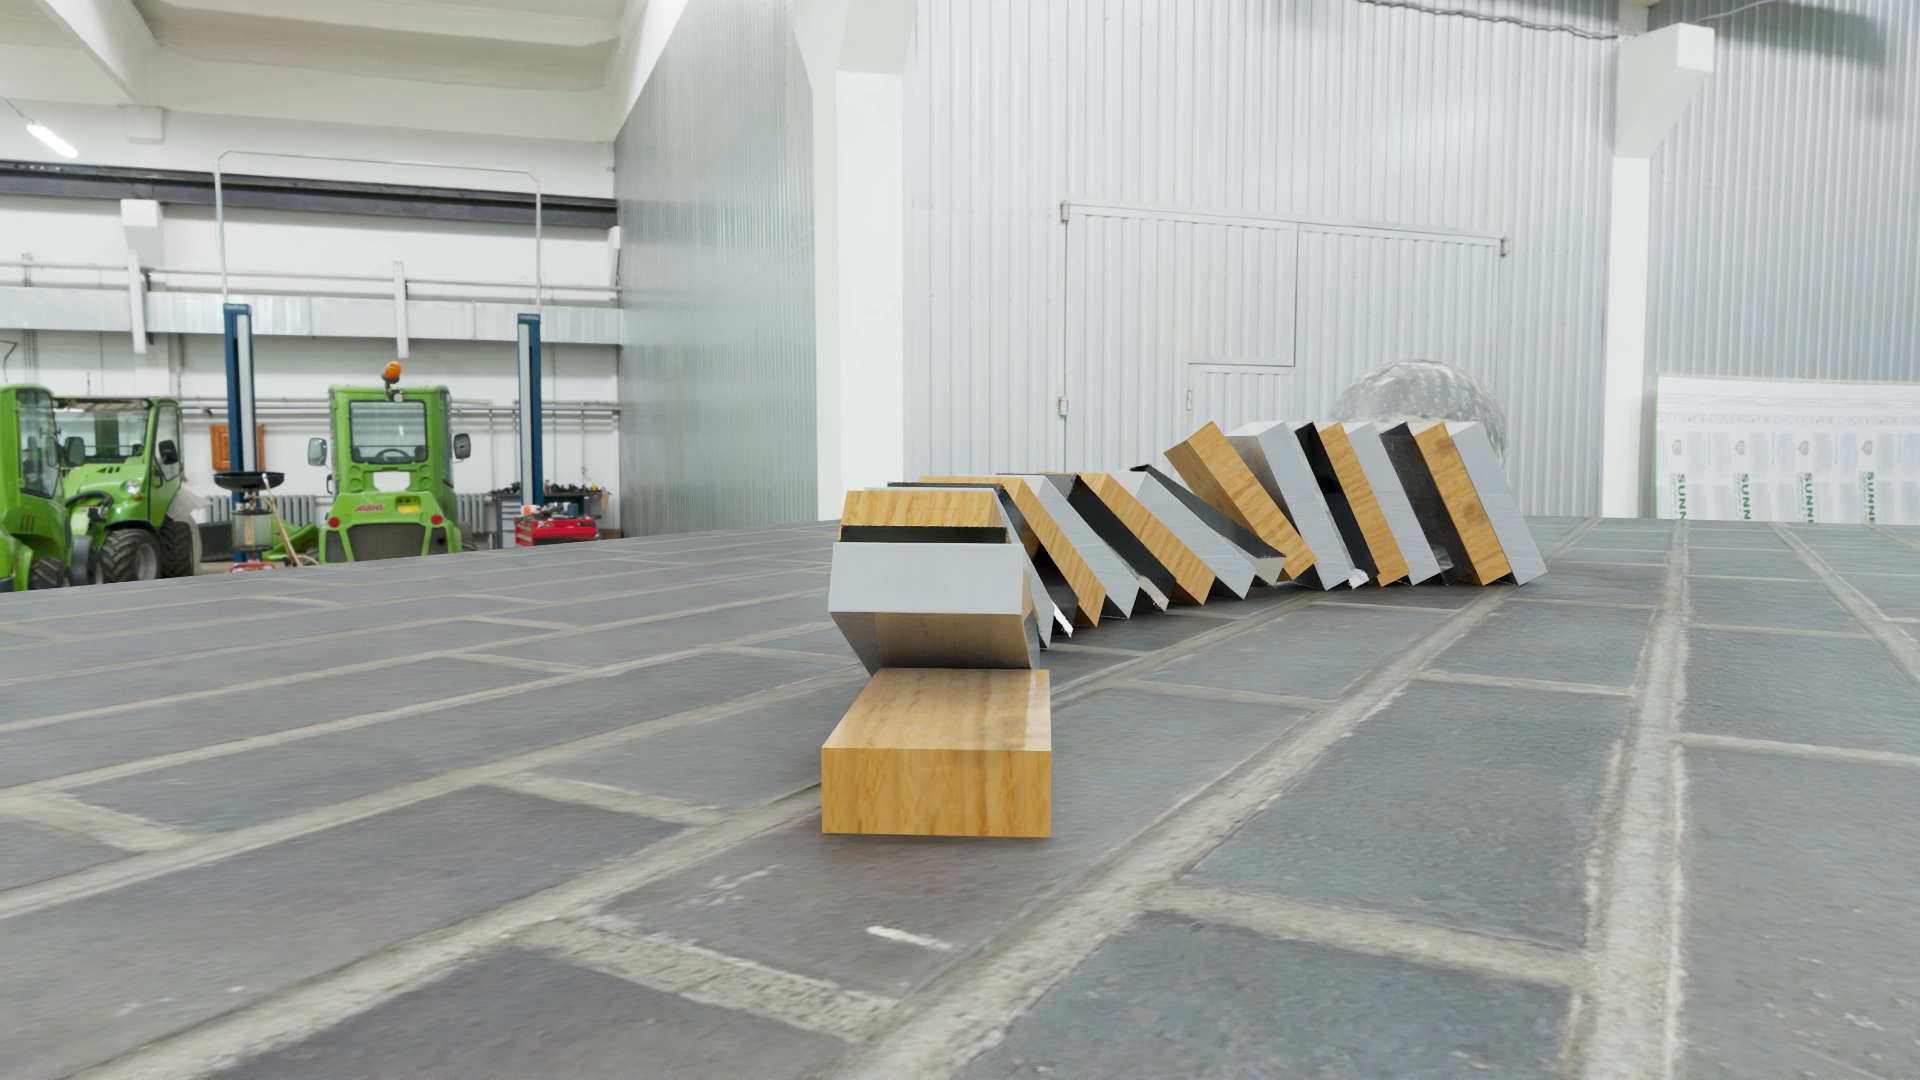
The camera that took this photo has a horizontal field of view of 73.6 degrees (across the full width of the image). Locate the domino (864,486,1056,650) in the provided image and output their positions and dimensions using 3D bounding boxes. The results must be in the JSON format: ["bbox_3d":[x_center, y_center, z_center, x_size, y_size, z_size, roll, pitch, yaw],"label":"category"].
[{"bbox_3d":[0.000,0.006,0.251,0.025,0.010,0.050,2,-27,19],"label":"domino"}]

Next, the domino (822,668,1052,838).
[{"bbox_3d":[-0.001,0.026,0.164,0.025,0.010,0.050,0,4,4],"label":"domino"}]

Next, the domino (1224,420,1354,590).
[{"bbox_3d":[0.097,-0.011,0.381,0.009,0.050,0.025,-27,8,-7],"label":"domino"}]

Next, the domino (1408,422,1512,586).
[{"bbox_3d":[0.150,-0.012,0.396,0.009,0.050,0.025,-26,4,1],"label":"domino"}]

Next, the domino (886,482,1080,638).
[{"bbox_3d":[0.005,0.005,0.270,0.025,0.010,0.050,2,-28,26],"label":"domino"}]

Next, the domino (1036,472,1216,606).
[{"bbox_3d":[0.042,0.000,0.334,0.025,0.010,0.050,5,-27,50],"label":"domino"}]

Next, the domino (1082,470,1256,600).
[{"bbox_3d":[0.055,-0.001,0.347,0.050,0.010,0.025,37,-18,-32],"label":"domino"}]

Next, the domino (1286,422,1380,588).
[{"bbox_3d":[0.107,-0.011,0.387,0.009,0.050,0.025,-27,8,-6],"label":"domino"}]

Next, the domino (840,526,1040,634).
[{"bbox_3d":[-0.002,0.012,0.212,0.025,0.010,0.050,1,-21,10],"label":"domino"}]

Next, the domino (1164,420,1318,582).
[{"bbox_3d":[0.082,-0.010,0.378,0.009,0.050,0.025,-37,0,-8],"label":"domino"}]

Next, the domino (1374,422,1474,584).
[{"bbox_3d":[0.140,-0.012,0.397,0.010,0.050,0.025,-26,4,1],"label":"domino"}]

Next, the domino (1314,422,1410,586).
[{"bbox_3d":[0.119,-0.011,0.392,0.010,0.050,0.025,-26,4,1],"label":"domino"}]

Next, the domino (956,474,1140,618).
[{"bbox_3d":[0.020,0.002,0.304,0.025,0.009,0.050,3,-28,38],"label":"domino"}]

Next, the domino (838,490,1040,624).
[{"bbox_3d":[-0.002,0.008,0.232,0.025,0.010,0.050,1,-28,14],"label":"domino"}]

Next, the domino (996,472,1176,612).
[{"bbox_3d":[0.030,0.001,0.320,0.025,0.010,0.050,4,-28,43],"label":"domino"}]

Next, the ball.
[{"bbox_3d":[0.202,-0.040,0.572,0.080,0.080,0.080,0,4,0],"label":"ball"}]

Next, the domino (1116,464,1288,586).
[{"bbox_3d":[0.065,-0.003,0.363,0.050,0.010,0.025,32,-13,-16],"label":"domino"}]

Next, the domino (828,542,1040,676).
[{"bbox_3d":[-0.002,0.014,0.189,0.025,0.010,0.050,0,-20,6],"label":"domino"}]

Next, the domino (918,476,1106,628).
[{"bbox_3d":[0.012,0.003,0.288,0.025,0.010,0.050,3,-29,31],"label":"domino"}]

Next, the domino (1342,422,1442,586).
[{"bbox_3d":[0.129,-0.012,0.396,0.009,0.050,0.025,-26,4,1],"label":"domino"}]

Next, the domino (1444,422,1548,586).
[{"bbox_3d":[0.161,-0.012,0.395,0.010,0.050,0.025,-26,4,1],"label":"domino"}]
